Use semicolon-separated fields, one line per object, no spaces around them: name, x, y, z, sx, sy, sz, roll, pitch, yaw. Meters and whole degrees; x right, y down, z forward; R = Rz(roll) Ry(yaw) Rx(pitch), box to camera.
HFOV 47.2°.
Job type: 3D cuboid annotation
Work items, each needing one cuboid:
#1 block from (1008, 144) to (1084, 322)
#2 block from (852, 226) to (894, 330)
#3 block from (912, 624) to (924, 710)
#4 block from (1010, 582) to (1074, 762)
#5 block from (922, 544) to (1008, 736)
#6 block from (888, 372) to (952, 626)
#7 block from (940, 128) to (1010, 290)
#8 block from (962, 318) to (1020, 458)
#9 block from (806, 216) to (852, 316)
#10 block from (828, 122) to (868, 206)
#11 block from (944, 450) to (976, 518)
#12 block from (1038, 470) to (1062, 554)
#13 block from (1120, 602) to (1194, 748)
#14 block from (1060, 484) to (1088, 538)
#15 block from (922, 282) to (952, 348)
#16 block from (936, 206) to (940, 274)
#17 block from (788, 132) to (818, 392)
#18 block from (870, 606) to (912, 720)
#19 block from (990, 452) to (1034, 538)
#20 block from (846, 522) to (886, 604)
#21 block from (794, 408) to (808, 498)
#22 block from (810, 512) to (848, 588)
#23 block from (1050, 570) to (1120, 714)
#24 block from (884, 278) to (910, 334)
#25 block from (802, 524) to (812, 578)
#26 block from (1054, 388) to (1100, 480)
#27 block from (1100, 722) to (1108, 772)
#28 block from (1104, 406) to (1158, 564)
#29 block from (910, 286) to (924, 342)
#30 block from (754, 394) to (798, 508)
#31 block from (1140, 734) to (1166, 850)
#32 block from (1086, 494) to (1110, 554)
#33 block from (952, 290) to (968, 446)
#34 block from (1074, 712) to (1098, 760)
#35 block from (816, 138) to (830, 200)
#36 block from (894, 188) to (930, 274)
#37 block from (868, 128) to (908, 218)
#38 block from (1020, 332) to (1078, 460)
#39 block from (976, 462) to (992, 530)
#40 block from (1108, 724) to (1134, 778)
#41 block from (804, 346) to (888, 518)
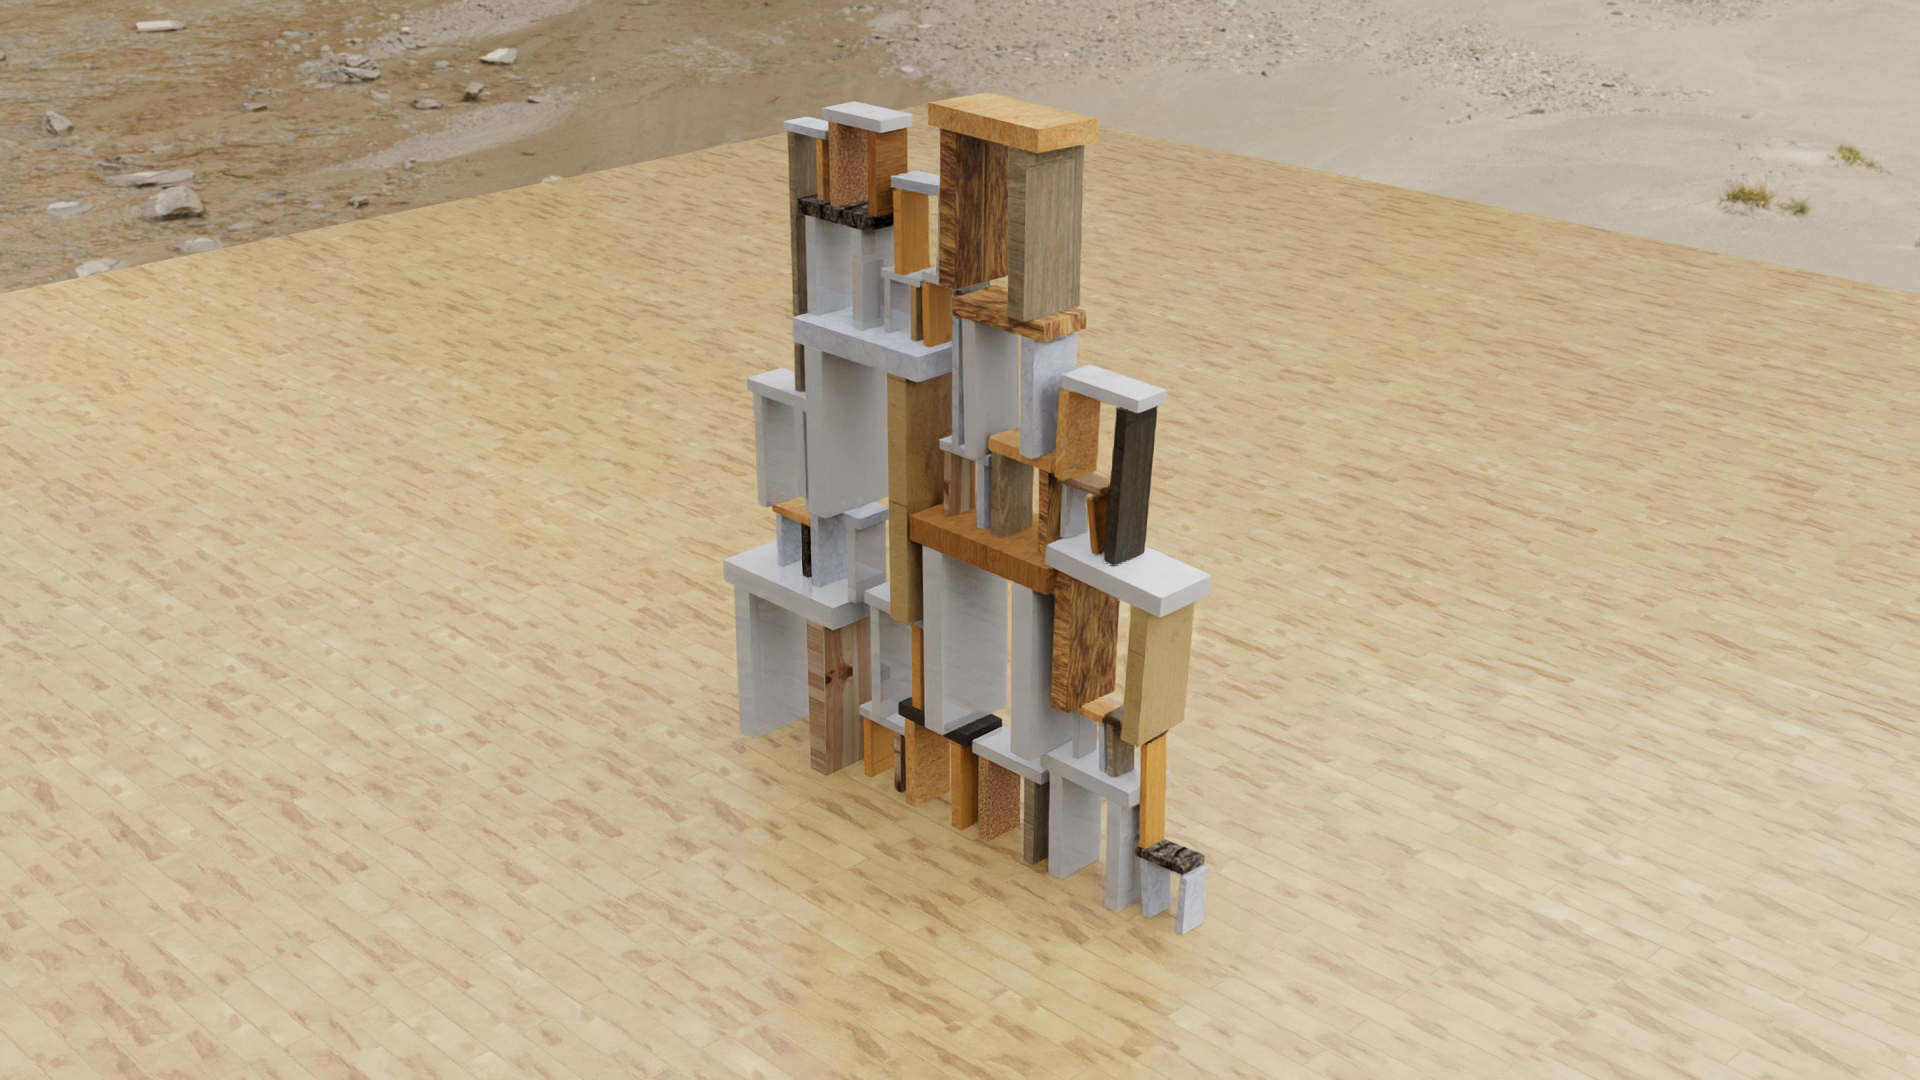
block;0.148;-0.540;3.812;0.142;0.299;0.040;-20;30;-40
block;-0.159;-0.505;4.176;0.098;0.196;0.028;-21;31;-40
block;-0.054;0.240;4.389;0.091;0.182;0.026;-21;31;-40
block;0.176;0.220;4.125;0.177;0.355;0.050;-21;31;-40
block;0.012;0.171;4.285;0.177;0.390;0.050;-21;30;-39
block;-0.057;-0.097;4.240;0.049;0.504;0.174;21;31;40
block;0.029;-0.604;3.943;0.142;0.283;0.040;-19;30;-40
block;0.057;-0.290;4.024;0.112;0.263;0.032;-20;29;-39
block;-0.251;-0.541;4.261;0.098;0.196;0.028;-21;31;-41
block;-0.209;-0.715;4.145;0.080;0.159;0.023;-21;31;-40
block;0.000;-0.115;4.164;0.065;0.131;0.018;-22;32;-40
block;0.180;-0.063;3.997;0.083;0.166;0.023;-20;30;-39
block;0.353;0.222;3.921;0.038;0.271;0.135;24;33;37
block;0.207;-0.058;3.963;0.052;0.103;0.015;-14;27;-32
block;-0.041;-0.423;4.081;0.060;0.121;0.017;-22;30;-40
block;-0.009;-0.562;4.025;0.020;0.142;0.071;21;28;39
block;-0.303;-0.547;4.320;0.059;0.525;0.017;-22;31;-40
block;-0.139;0.237;4.483;0.091;0.250;0.026;-21;31;-41
block;0.097;-0.093;4.068;0.083;0.166;0.023;-18;30;-36
block;-0.188;0.038;4.441;0.084;0.167;0.024;-21;31;-40
block;-0.288;-0.187;4.456;0.094;0.189;0.027;-21;30;-40
block;-0.267;0.007;4.515;0.084;0.167;0.024;-21;31;-40
block;0.232;0.168;4.043;0.135;0.276;0.038;-20;31;-41
block;-0.118;-0.449;4.159;0.053;0.106;0.015;-21;31;-40
block;-0.300;0.014;4.562;0.059;0.118;0.017;-21;31;-41
block;0.210;-0.195;3.902;0.083;0.167;0.024;-16;28;-40
block;0.281;0.376;4.079;0.050;0.101;0.014;-21;28;-39
block;0.299;-0.101;3.850;0.024;0.285;0.083;23;29;39
block;-0.068;-0.429;4.113;0.053;0.106;0.015;-21;32;-41
block;-0.378;-0.196;4.549;0.094;0.246;0.027;-21;30;-41
block;0.354;0.458;4.040;0.053;0.228;0.015;-21;30;-39
block;0.252;-0.031;3.913;0.015;0.103;0.052;11;26;40
block;0.013;-0.321;4.058;0.060;0.293;0.017;-20;29;-40
block;0.235;0.356;4.128;0.014;0.101;0.050;21;31;40
block;-0.245;-0.711;4.188;0.059;0.119;0.017;-21;31;-41
block;-0.090;-0.578;4.085;0.020;0.159;0.071;20;30;41
block;-0.134;-0.685;4.076;0.080;0.159;0.023;-21;31;-40
block;0.158;-0.266;3.917;0.112;0.223;0.032;-21;31;-40
block;0.060;-0.091;4.107;0.018;0.130;0.065;20;31;40
block;0.297;0.382;4.056;0.053;0.105;0.015;-17;26;-33
block;-0.222;-0.233;4.359;0.174;0.348;0.049;-21;31;-41
